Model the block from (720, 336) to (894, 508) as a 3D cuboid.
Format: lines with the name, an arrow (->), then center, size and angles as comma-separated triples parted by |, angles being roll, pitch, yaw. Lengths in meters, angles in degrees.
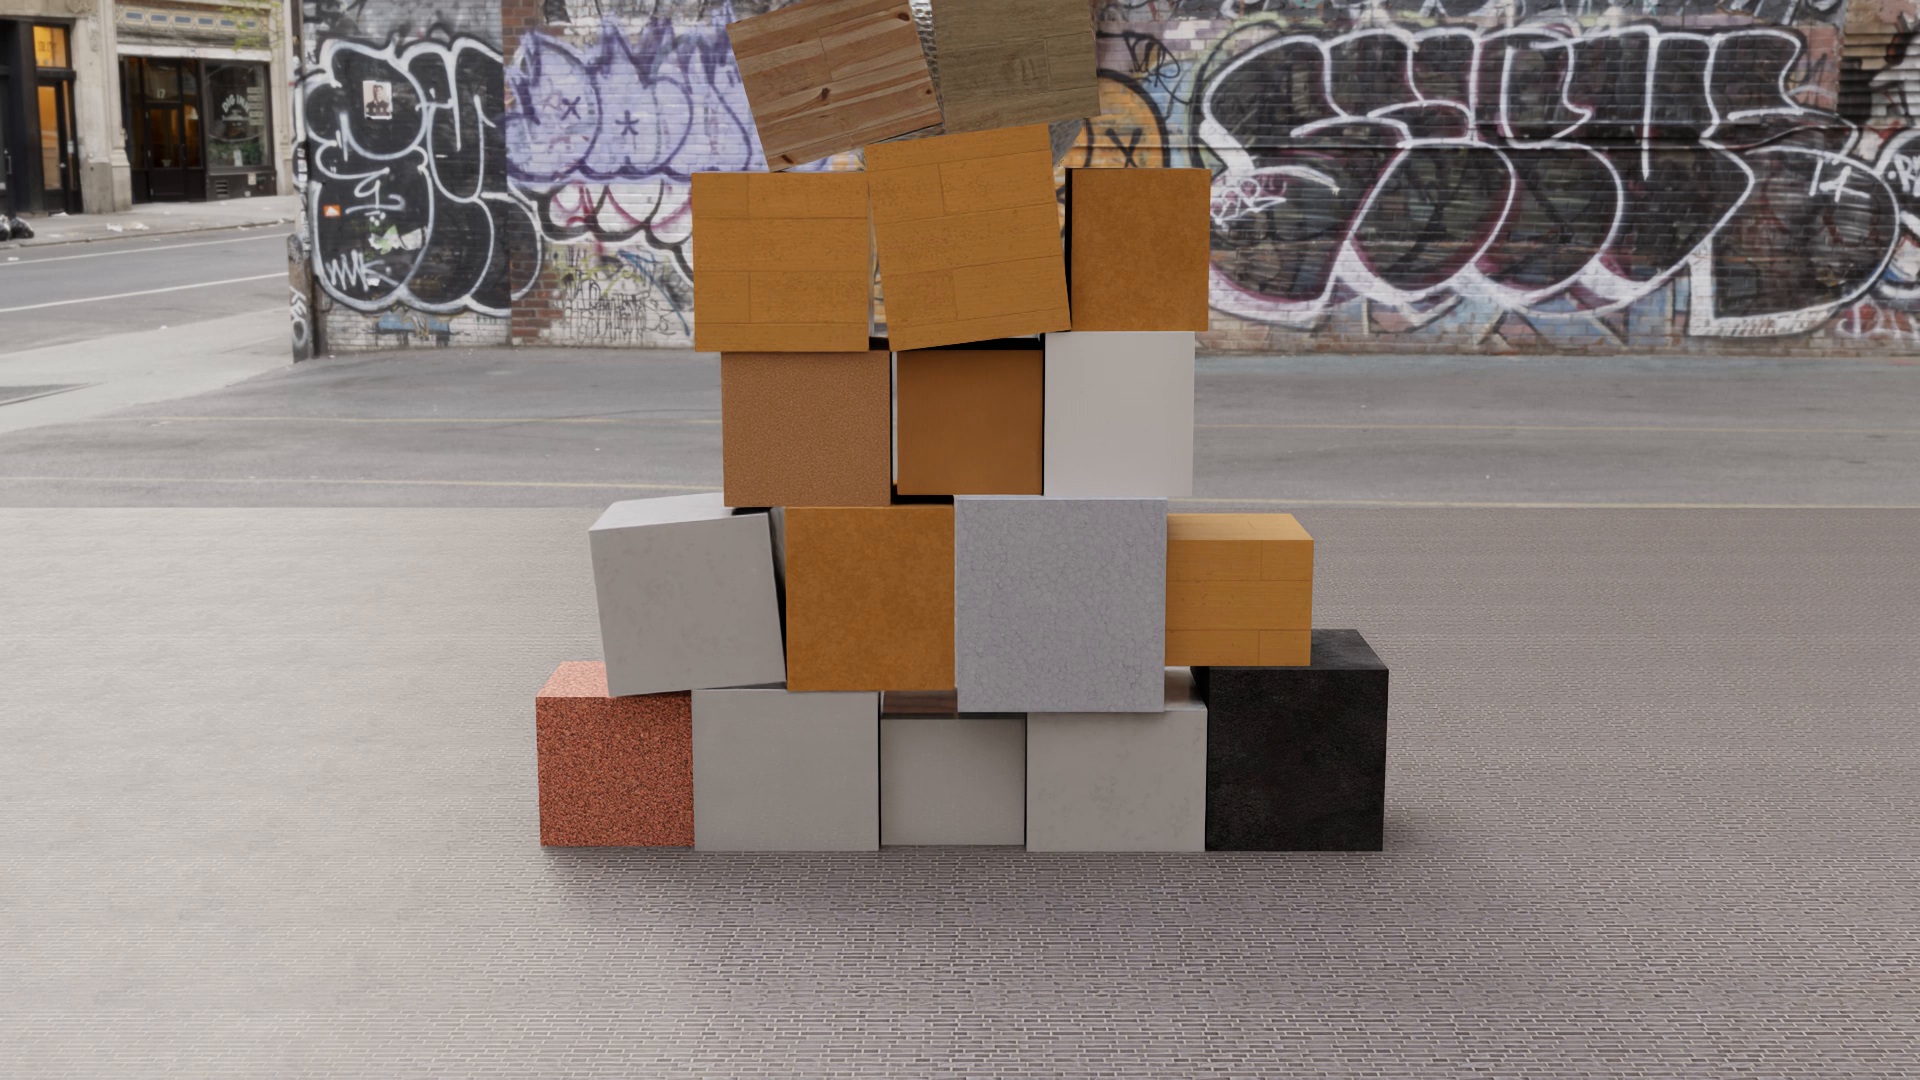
block -> -0.752, -0.607, 11.061 | 0.813, 0.761, 0.782 | 0, 10, -1

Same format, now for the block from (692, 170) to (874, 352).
block -> -0.860, -1.402, 10.935 | 0.837, 0.848, 0.861 | 0, 10, 0

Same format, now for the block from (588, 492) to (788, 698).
block -> -1.339, 0.248, 11.217 | 0.880, 0.841, 0.861 | -5, 10, 0

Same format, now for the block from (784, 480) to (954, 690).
block -> -0.444, 0.214, 11.217 | 0.825, 0.910, 0.906 | 0, 10, -1

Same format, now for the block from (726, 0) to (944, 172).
block -> -0.592, -2.273, 10.769 | 0.859, 0.714, 0.778 | -16, 10, 3

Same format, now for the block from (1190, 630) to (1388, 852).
block -> 1.673, 1.016, 11.369 | 0.882, 0.933, 0.916 | 0, 10, 0

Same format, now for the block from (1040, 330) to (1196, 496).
block -> 0.770, -0.677, 11.038 | 0.719, 0.801, 0.811 | 0, 10, 0

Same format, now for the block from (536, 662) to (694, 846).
block -> -1.725, 1.094, 11.390 | 0.777, 0.773, 0.762 | 0, 10, 0

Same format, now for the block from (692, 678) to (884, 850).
block -> -0.868, 1.069, 11.373 | 0.919, 0.828, 0.895 | 0, 10, 0

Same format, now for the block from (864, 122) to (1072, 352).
block -> 0.037, -1.516, 10.903 | 0.876, 0.983, 0.887 | -7, 10, 1

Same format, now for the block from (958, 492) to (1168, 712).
block -> 0.496, 0.236, 11.218 | 1.015, 1.060, 0.999 | 0, 10, 0

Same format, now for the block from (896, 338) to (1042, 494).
block -> 0.048, -0.632, 11.054 | 0.707, 0.708, 0.688 | 0, 10, 0

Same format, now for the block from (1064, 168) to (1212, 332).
block -> 0.867, -1.455, 10.927 | 0.662, 0.770, 0.755 | 0, 10, 0

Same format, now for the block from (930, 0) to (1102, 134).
block -> 0.255, -2.428, 10.743 | 0.738, 0.803, 0.725 | -7, 10, 1

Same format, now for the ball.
ball -> 0.000, -2.753, 12.788 | 1.600, 1.600, 1.600 | 0, 10, 0

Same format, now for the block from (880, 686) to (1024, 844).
block -> -0.037, 1.156, 11.385 | 0.721, 0.653, 0.692 | 0, 10, 0

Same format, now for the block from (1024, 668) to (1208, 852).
block -> 0.778, 1.120, 11.365 | 0.888, 0.730, 0.892 | 0, 10, 0

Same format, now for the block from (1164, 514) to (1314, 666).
block -> 1.375, 0.243, 11.239 | 0.725, 0.635, 0.778 | 0, 10, 0
